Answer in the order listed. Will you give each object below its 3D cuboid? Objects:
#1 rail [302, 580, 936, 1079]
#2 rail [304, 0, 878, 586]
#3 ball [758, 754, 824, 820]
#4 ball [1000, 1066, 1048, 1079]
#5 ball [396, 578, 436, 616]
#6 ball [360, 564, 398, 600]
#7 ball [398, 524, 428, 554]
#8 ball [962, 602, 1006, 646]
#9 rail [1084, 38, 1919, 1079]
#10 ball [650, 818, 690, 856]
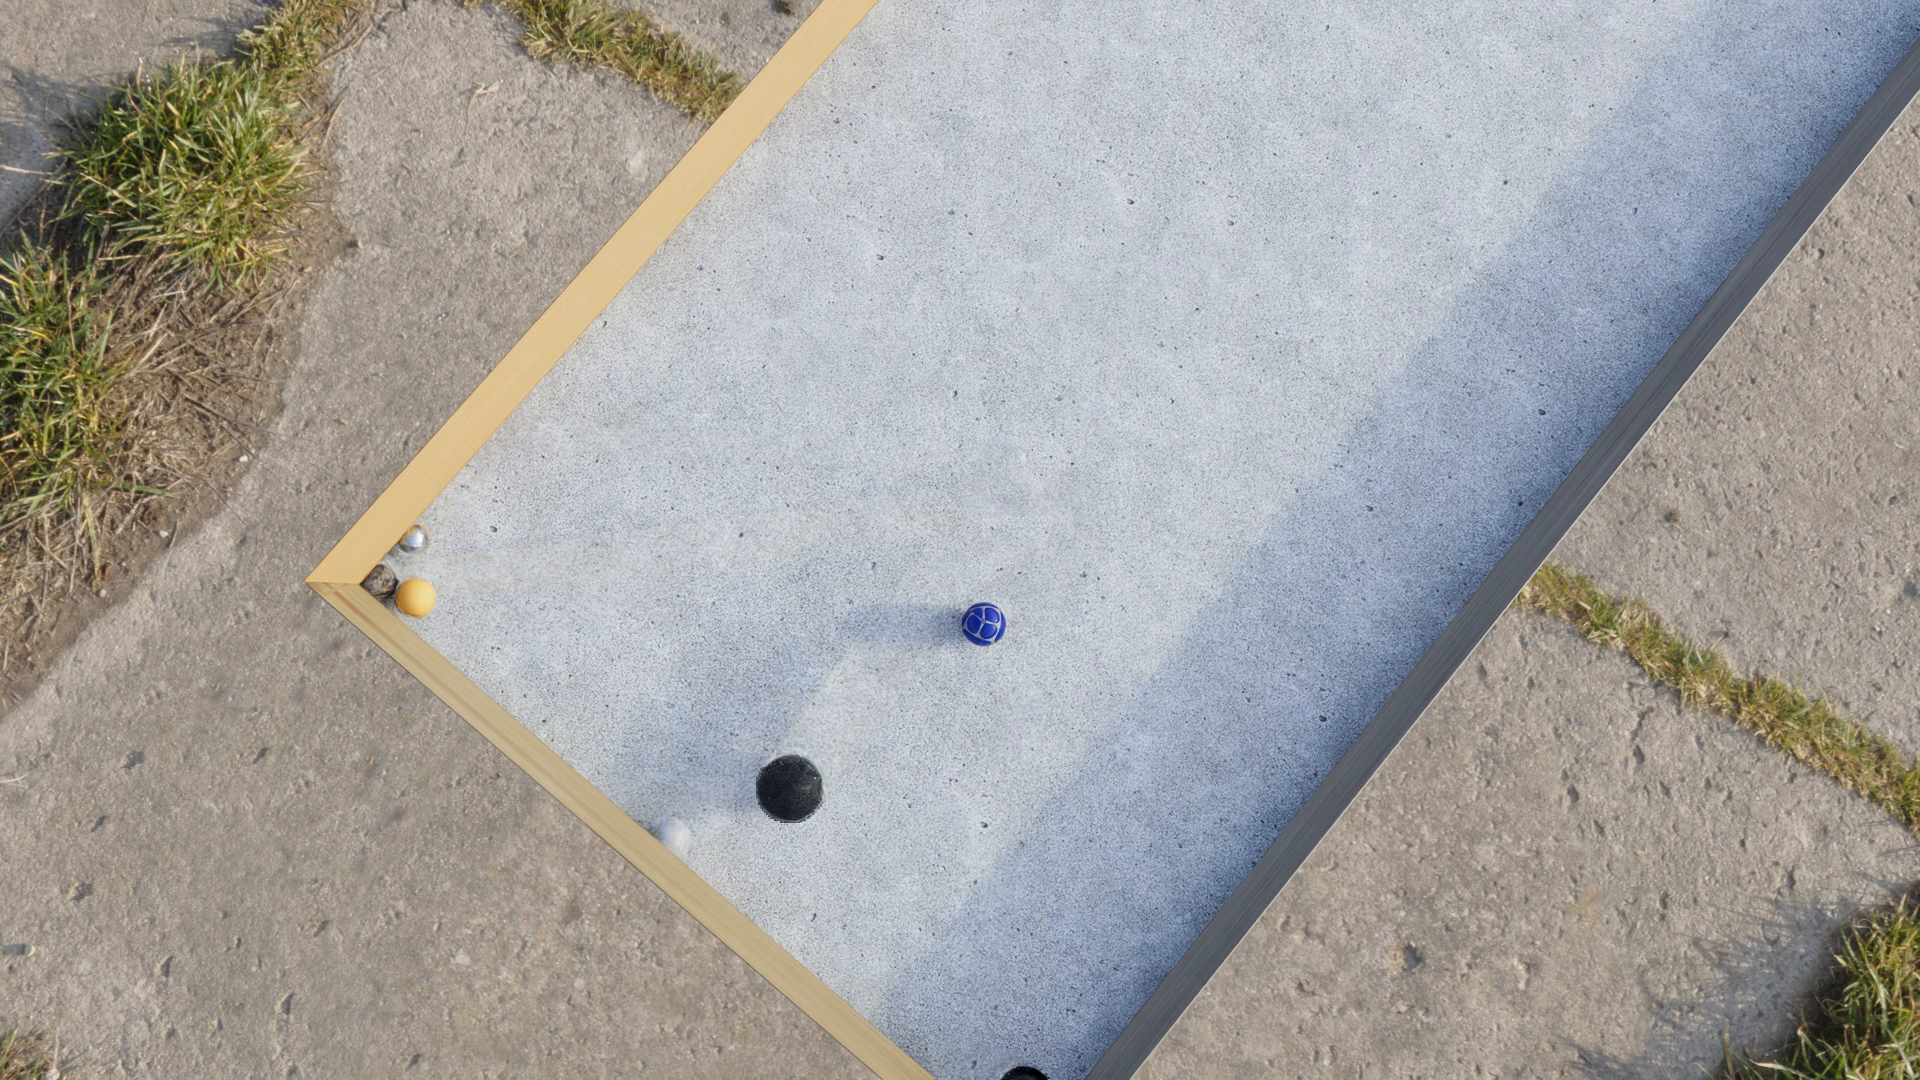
[{"bbox_3d":[-0.413,0.483,3.169,1.364,0.125,0.045,39,82,6],"label":"rail"},{"bbox_3d":[-0.078,-0.926,3.416,0.045,0.125,2.674,39,82,6],"label":"rail"},{"bbox_3d":[-0.247,0.361,3.206,0.096,0.096,0.096,0,80,0],"label":"ball"},{"bbox_3d":[0.092,0.791,3.139,0.081,0.081,0.081,0,80,0],"label":"ball"},{"bbox_3d":[-0.810,0.084,3.274,0.057,0.057,0.057,0,80,0],"label":"ball"},{"bbox_3d":[-0.867,0.063,3.280,0.054,0.054,0.054,0,80,0],"label":"ball"},{"bbox_3d":[-0.820,-0.001,3.296,0.045,0.045,0.045,0,80,0],"label":"ball"},{"bbox_3d":[0.035,0.125,3.263,0.067,0.067,0.067,0,80,0],"label":"ball"},{"bbox_3d":[0.934,-0.096,3.271,0.045,0.125,2.674,39,82,6],"label":"rail"},{"bbox_3d":[-0.424,0.435,3.213,0.057,0.057,0.057,0,80,0],"label":"ball"}]
